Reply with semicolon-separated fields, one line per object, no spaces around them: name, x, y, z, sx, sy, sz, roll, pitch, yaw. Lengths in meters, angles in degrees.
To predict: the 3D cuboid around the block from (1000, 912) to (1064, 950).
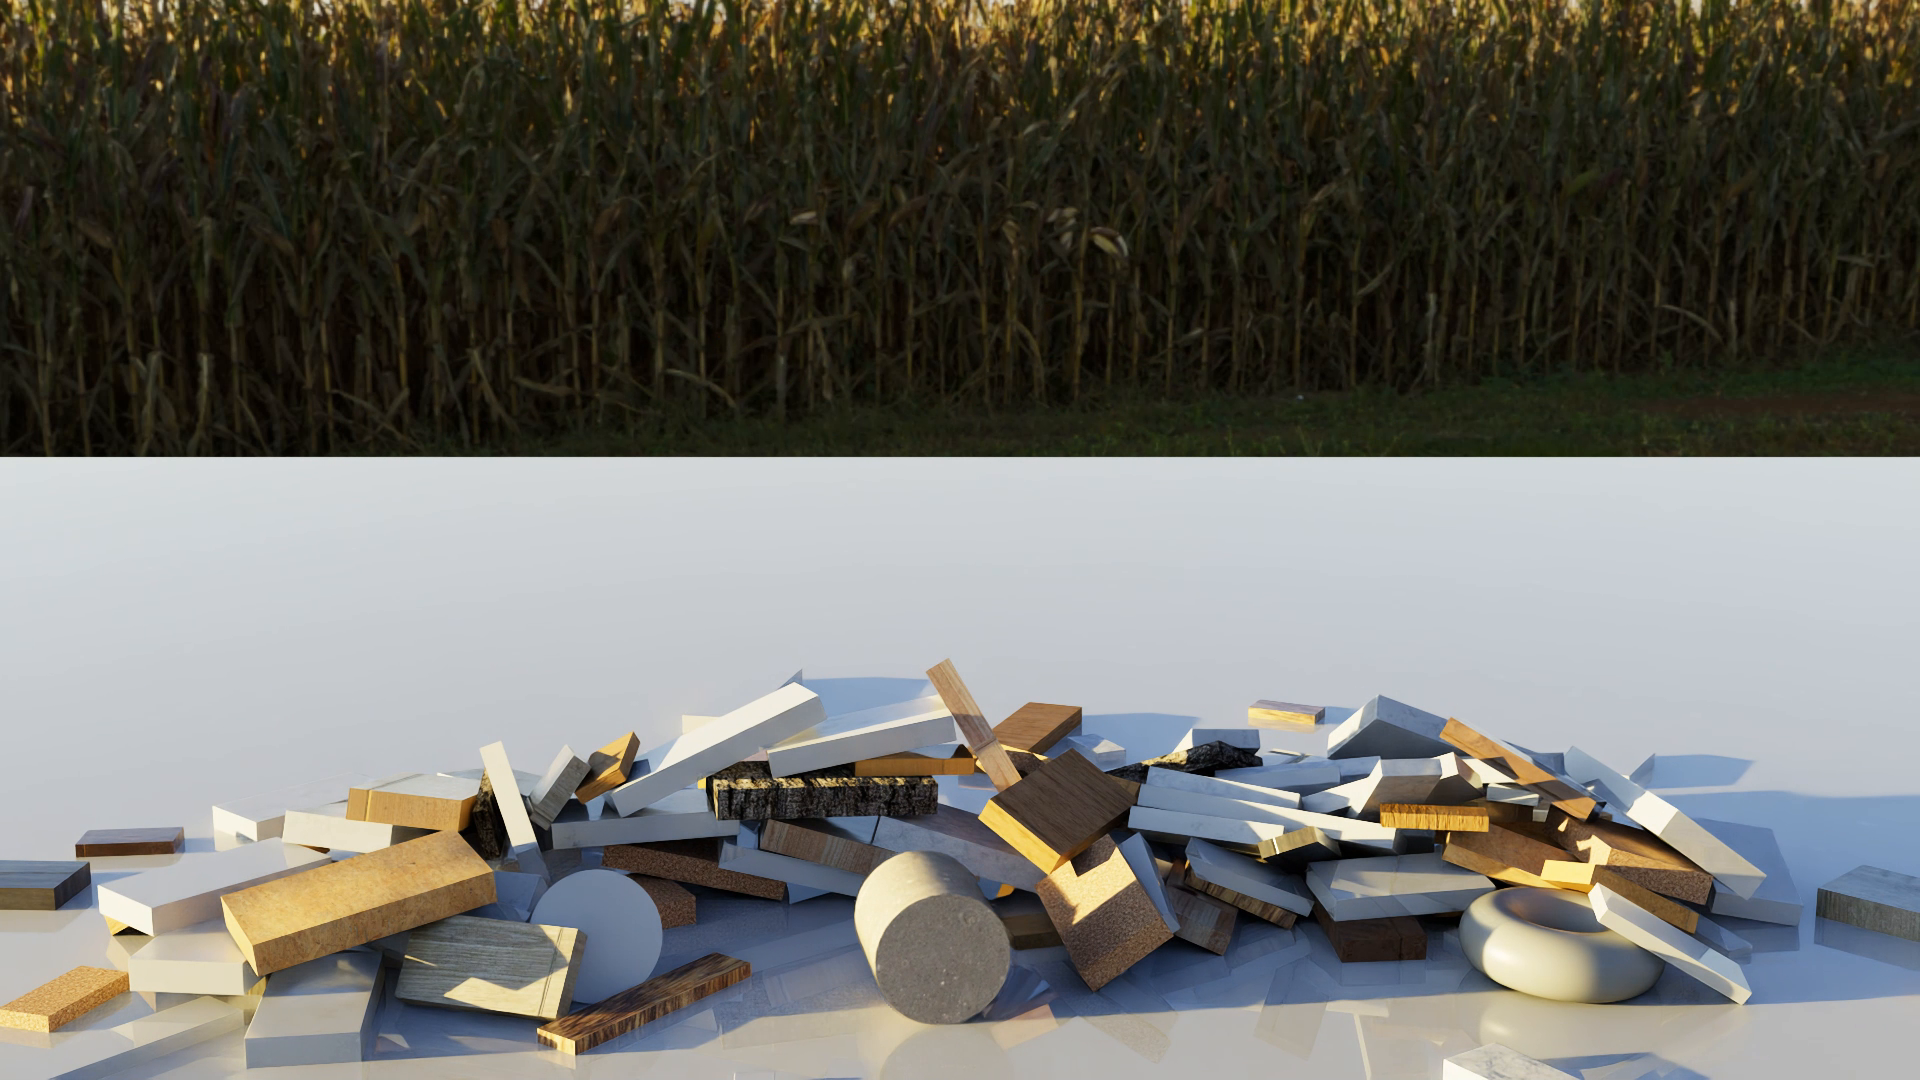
block;0.154;0.614;3.475;0.169;0.024;0.085;-3;11;-17

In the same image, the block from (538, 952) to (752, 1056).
block;-0.452;0.669;3.188;0.074;0.021;0.361;8;13;36

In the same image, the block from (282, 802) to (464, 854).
block;-0.965;0.474;3.648;0.176;0.050;0.352;6;-3;7

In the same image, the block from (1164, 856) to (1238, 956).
block;0.381;0.581;3.512;0.121;0.034;0.241;23;14;7

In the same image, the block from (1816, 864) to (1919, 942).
block;1.736;0.630;3.327;0.167;0.047;0.827;-10;15;-43

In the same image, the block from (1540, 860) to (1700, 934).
block;1.025;0.554;3.416;0.222;0.031;0.111;26;-15;-22

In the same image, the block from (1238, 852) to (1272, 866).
block;0.462;0.514;3.706;0.092;0.026;0.184;-13;25;-26

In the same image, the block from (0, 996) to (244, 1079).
block;-1.271;0.725;2.874;0.087;0.025;0.711;8;13;37

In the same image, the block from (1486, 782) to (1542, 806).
block;0.956;0.431;3.771;0.083;0.023;0.271;6;-1;18

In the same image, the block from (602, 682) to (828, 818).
block;-0.414;0.345;3.650;0.374;0.044;0.154;-25;12;-15

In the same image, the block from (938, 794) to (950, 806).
block;-0.074;0.517;3.959;0.131;0.037;0.263;-1;11;-8

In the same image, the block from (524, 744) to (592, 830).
block;-0.675;0.411;3.677;0.035;0.123;0.247;36;-9;-10

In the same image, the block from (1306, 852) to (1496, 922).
block;0.699;0.548;3.493;0.264;0.037;0.132;-3;18;-11

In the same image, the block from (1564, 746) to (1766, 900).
block;1.159;0.464;3.673;0.177;0.050;0.541;36;3;-4

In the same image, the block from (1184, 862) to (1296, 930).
block;0.453;0.564;3.547;0.184;0.026;0.092;24;13;2

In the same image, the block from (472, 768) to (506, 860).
block;-0.779;0.442;3.676;0.024;0.085;0.274;-13;15;-3

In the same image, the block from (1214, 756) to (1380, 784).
block;0.602;0.458;3.864;0.288;0.144;0.041;-7;37;13

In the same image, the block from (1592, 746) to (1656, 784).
block;1.299;0.449;4.351;0.099;0.028;0.197;6;12;31

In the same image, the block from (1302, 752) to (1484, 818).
block;0.726;0.431;3.685;0.269;0.038;0.135;-21;-31;24

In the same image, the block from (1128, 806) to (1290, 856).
block;0.416;0.481;3.612;0.255;0.036;0.127;5;-15;21

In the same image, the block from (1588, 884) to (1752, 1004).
block;1.041;0.592;3.227;0.249;0.024;0.084;30;19;-4

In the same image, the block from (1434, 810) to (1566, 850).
block;0.943;0.499;3.819;0.334;0.047;0.167;3;0;-2

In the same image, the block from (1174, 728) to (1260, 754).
block;0.448;0.409;4.025;0.123;0.035;0.288;1;-24;-10

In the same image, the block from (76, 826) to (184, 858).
block;-1.471;0.535;3.899;0.166;0.023;0.083;-1;11;-7

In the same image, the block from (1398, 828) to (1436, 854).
block;0.754;0.520;3.692;0.083;0.023;0.166;2;-32;13

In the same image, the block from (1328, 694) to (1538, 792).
block;0.864;0.394;3.972;0.354;0.050;0.177;20;-35;-12

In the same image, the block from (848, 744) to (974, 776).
block;-0.083;0.367;3.674;0.198;0.028;0.099;0;8;-11

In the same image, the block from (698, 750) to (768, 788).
block;-0.379;0.437;4.190;0.124;0.035;0.255;5;12;25

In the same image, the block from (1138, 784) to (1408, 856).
block;0.516;0.467;3.638;0.427;0.036;0.127;7;-14;22

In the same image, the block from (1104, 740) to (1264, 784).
block;0.387;0.430;3.972;0.288;0.041;0.144;-20;-29;34

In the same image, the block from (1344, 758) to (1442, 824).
block;0.700;0.445;3.632;0.099;0.028;0.351;-1;-29;-6

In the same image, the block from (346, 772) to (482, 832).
block;-0.886;0.434;3.674;0.176;0.050;0.427;7;-3;-3

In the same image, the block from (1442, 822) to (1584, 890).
block;0.888;0.511;3.528;0.222;0.031;0.111;20;26;7

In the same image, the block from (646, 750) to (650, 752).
block;-0.581;0.437;4.450;0.108;0.015;0.054;-2;11;-10

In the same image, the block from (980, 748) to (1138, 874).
block;0.164;0.438;3.576;0.145;0.041;0.290;37;27;18

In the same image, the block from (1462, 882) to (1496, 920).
block;0.865;0.591;3.611;0.069;0.020;0.162;3;11;16

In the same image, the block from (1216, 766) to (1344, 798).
block;0.536;0.467;3.831;0.269;0.135;0.038;-7;37;14

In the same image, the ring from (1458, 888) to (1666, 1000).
ring;0.904;0.606;3.306;0.303;0.101;0.303;4;10;-1

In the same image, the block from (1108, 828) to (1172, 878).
block;0.249;0.503;3.648;0.198;0.028;0.099;20;8;-6

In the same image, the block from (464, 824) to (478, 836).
block;-0.905;0.496;3.916;0.293;0.042;0.147;6;1;4

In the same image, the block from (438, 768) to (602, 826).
block;-0.789;0.461;3.987;0.312;0.042;0.147;7;5;38

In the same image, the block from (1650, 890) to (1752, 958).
block;1.130;0.590;3.507;0.051;0.015;0.295;-6;21;-29

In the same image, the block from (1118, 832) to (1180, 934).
block;0.259;0.561;3.432;0.124;0.035;0.248;-33;21;7

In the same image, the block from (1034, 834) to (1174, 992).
block;0.217;0.568;3.375;0.145;0.041;0.290;-35;21;1

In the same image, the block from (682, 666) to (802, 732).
block;-0.474;0.351;4.852;0.135;0.038;0.452;2;11;12

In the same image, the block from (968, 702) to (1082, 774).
block;0.129;0.409;4.551;0.121;0.034;0.434;4;11;20

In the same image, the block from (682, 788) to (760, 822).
block;-0.454;0.495;3.809;0.263;0.131;0.037;3;32;17

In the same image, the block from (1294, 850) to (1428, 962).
block;0.631;0.574;3.533;0.132;0.037;0.355;-1;18;-6

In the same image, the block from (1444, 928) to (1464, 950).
block;0.817;0.622;3.457;0.103;0.015;0.051;-5;12;-27

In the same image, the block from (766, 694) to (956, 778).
block;-0.170;0.326;3.668;0.308;0.044;0.154;-11;10;-7

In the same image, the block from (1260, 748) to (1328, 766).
block;0.602;0.464;4.004;0.125;0.125;0.125;7;13;33
